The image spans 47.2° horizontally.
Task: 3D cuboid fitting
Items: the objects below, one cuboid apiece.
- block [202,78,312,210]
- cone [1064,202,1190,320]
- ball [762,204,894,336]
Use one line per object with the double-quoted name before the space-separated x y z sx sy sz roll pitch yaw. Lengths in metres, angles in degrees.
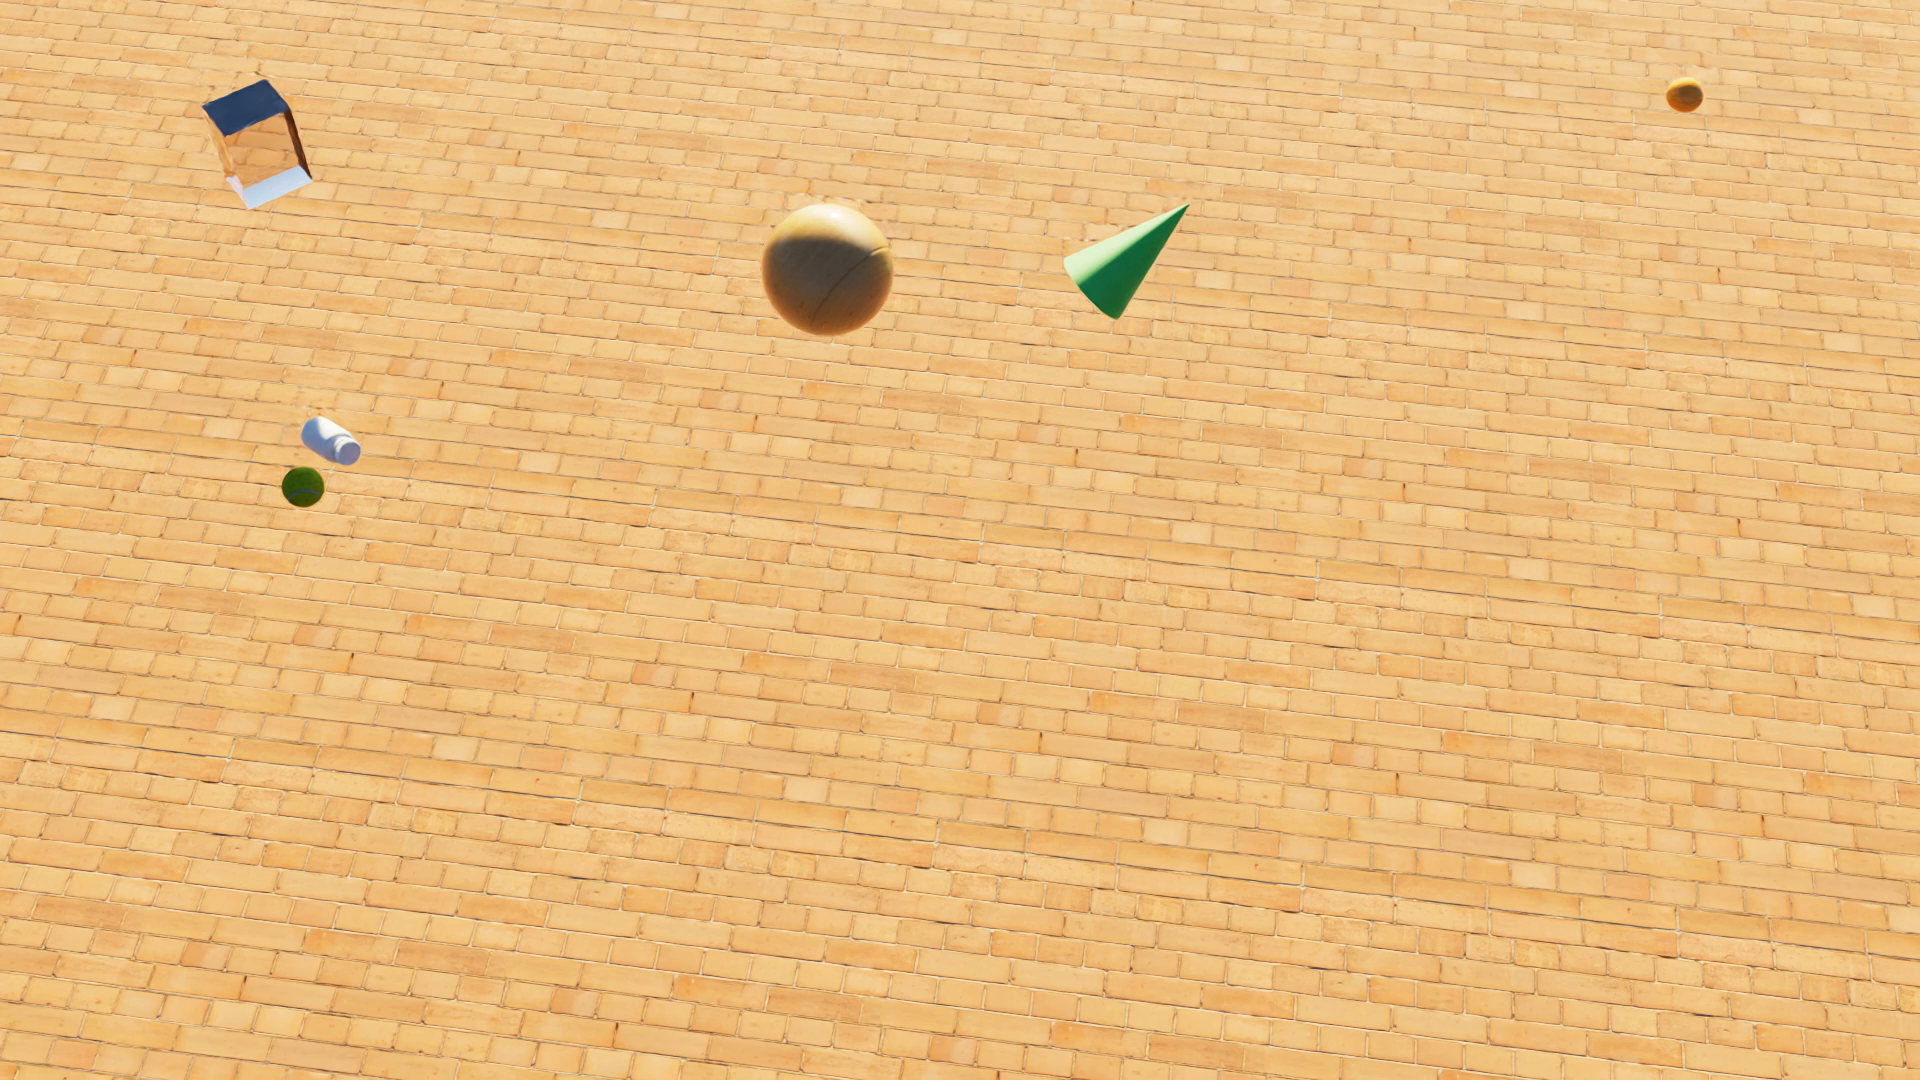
"block" -1.376 -0.775 4.308 0.136 0.189 0.109 -30 58 -22
"cone" 0.354 -0.575 4.292 0.256 0.251 0.159 -40 88 15
"ball" -0.232 -0.473 3.851 0.232 0.232 0.232 0 56 0
